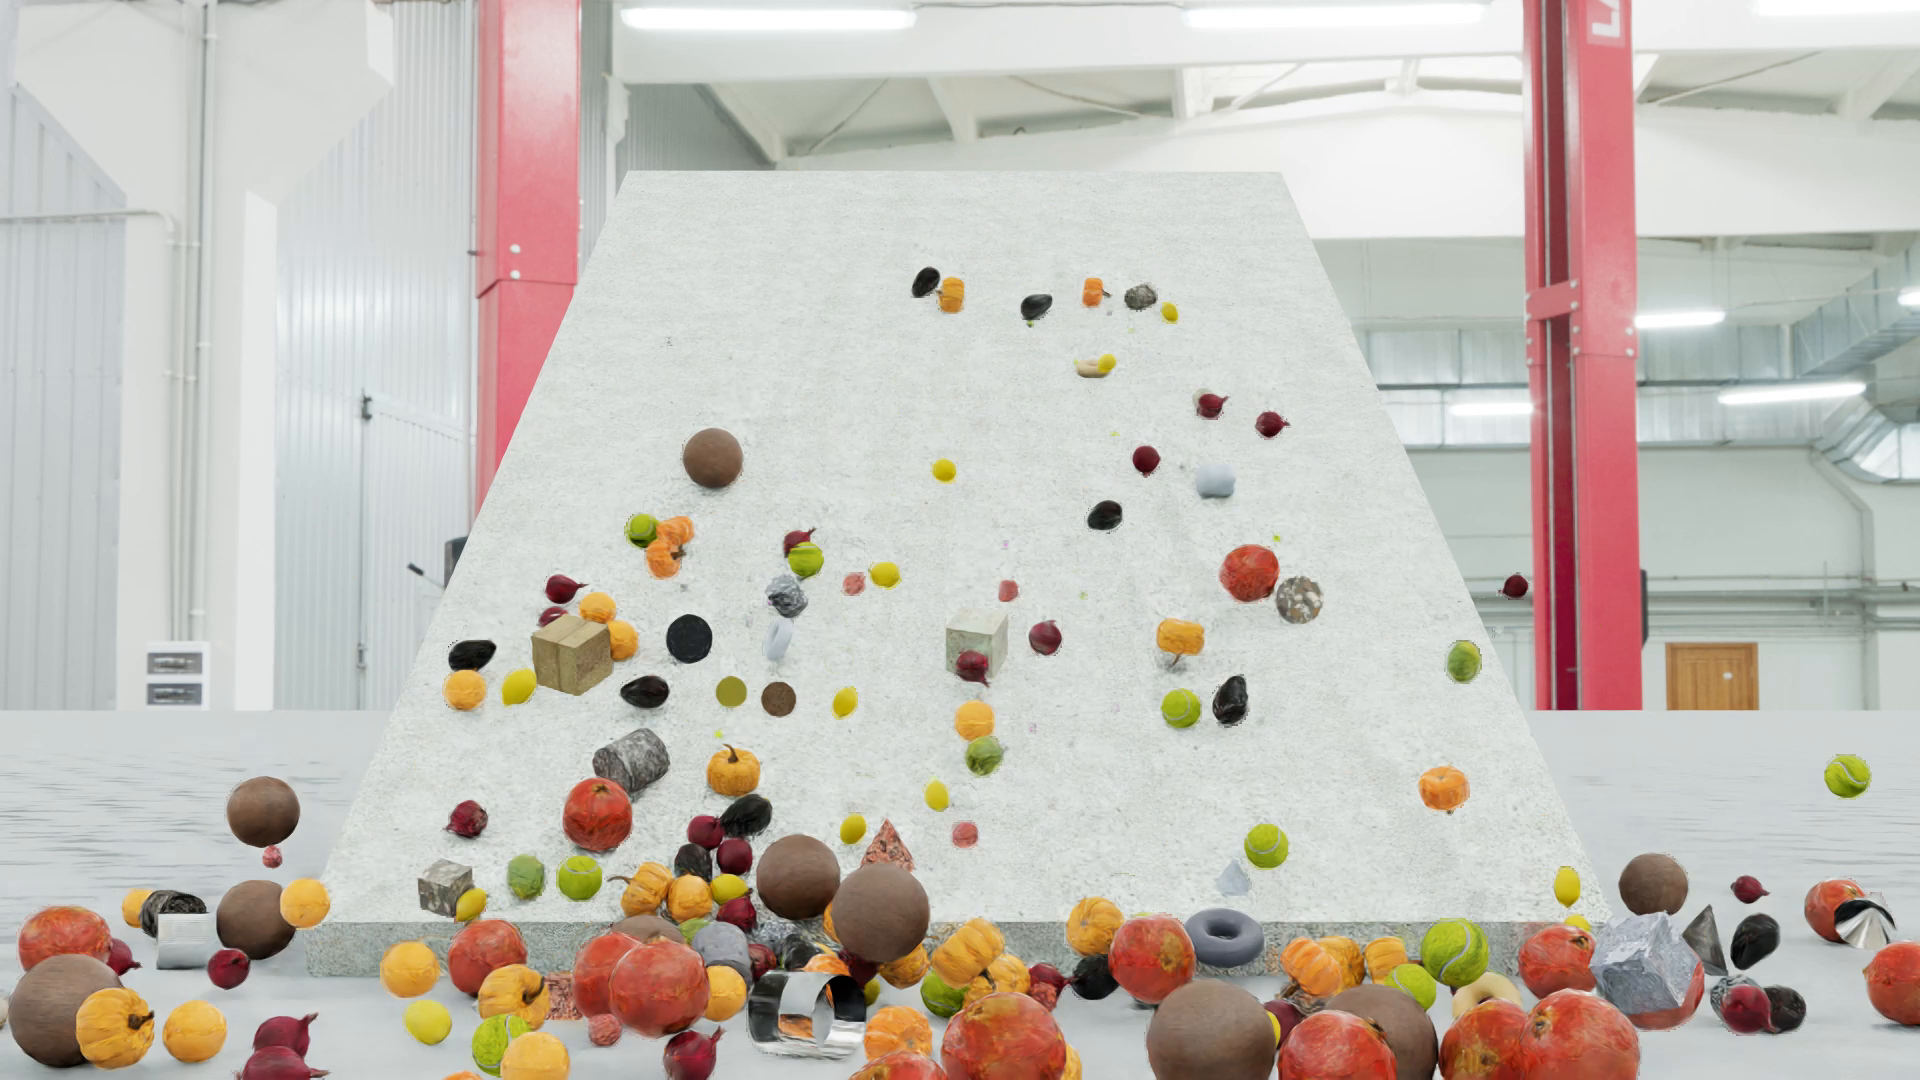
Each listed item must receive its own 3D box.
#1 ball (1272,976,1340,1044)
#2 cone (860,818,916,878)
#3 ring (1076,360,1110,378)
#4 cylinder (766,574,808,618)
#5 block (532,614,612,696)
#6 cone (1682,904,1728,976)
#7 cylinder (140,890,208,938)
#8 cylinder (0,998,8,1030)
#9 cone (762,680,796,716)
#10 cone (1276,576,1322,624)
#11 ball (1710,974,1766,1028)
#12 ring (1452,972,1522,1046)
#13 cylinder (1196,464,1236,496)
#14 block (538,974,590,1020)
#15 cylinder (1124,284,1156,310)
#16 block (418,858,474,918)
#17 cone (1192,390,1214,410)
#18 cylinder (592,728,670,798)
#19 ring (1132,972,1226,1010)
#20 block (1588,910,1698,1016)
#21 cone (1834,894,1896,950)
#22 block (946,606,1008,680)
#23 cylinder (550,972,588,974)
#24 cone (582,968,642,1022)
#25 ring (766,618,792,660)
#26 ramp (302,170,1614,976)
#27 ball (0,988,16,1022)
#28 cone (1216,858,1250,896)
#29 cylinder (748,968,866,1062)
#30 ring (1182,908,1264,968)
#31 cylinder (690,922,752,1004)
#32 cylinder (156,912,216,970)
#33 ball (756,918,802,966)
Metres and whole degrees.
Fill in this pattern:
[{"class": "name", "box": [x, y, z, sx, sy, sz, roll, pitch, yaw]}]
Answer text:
[{"class": "ball", "box": [0.426, 0.580, 2.896, 0.082, 0.082, 0.082, 0, -4, 0]}, {"class": "cone", "box": [-0.114, 0.473, 3.695, 0.087, 0.087, 0.087, 0, 25, 0]}, {"class": "ring", "box": [0.319, -0.412, 5.637, 0.084, 0.028, 0.084, 1, 24, 0]}, {"class": "cylinder", "box": [-0.330, 0.108, 4.470, 0.061, 0.061, 0.061, -26, 28, 15]}, {"class": "block", "box": [-0.701, 0.208, 4.239, 0.099, 0.099, 0.099, 14, 28, 26]}, {"class": "cone", "box": [1.094, 0.580, 3.456, 0.098, 0.098, 0.098, 18, -15, 5]}, {"class": "cylinder", "box": [-1.345, 0.645, 4.012, 0.087, 0.087, 0.087, 3, -3, -39]}, {"class": "cylinder", "box": [-1.156, 0.552, 2.738, 0.060, 0.060, 0.060, -3, -31, 38]}, {"class": "cone", "box": [-0.314, 0.282, 4.167, 0.064, 0.064, 0.064, -1, -4, 11]}, {"class": "cone", "box": [0.661, 0.117, 4.504, 0.092, 0.092, 0.092, -1, -4, 20]}, {"class": "ball", "box": [1.009, 0.598, 3.045, 0.067, 0.067, 0.067, 0, -4, 0]}, {"class": "ring", "box": [0.651, 0.578, 2.894, 0.089, 0.089, 0.030, -2, -21, 32]}, {"class": "cylinder", "box": [0.543, -0.129, 4.985, 0.066, 0.066, 0.066, 0, -4, -14]}, {"class": "block", "box": [-0.528, 0.610, 3.135, 0.054, 0.054, 0.054, -1, -3, 9]}, {"class": "cylinder", "box": [0.466, -0.627, 6.055, 0.059, 0.059, 0.059, -25, 14, -40]}, {"class": "block", "box": [-0.787, 0.534, 3.596, 0.058, 0.058, 0.058, 12, 28, 24]}, {"class": "cone", "box": [0.571, -0.326, 5.462, 0.051, 0.051, 0.051, -1, 5, 18]}, {"class": "cylinder", "box": [-0.547, 0.371, 3.905, 0.089, 0.089, 0.089, -4, 17, 44]}, {"class": "ring", "box": [0.303, 0.625, 3.248, 0.130, 0.043, 0.130, 1, -4, 0]}, {"class": "block", "box": [0.750, 0.465, 2.574, 0.074, 0.074, 0.074, -21, 21, 43]}, {"class": "cone", "box": [1.480, 0.599, 3.809, 0.096, 0.096, 0.096, -3, 22, 37]}, {"class": "block", "box": [0.031, 0.188, 4.295, 0.091, 0.091, 0.091, 8, 26, 16]}, {"class": "cylinder", "box": [-0.533, 0.616, 3.199, 0.053, 0.053, 0.053, 1, -4, -11]}, {"class": "cone", "box": [-0.475, 0.620, 3.118, 0.073, 0.073, 0.073, -32, 16, -34]}, {"class": "ring", "box": [-0.333, 0.182, 4.318, 0.028, 0.084, 0.084, 23, -12, -18]}, {"class": "ramp", "box": [-0.009, -0.229, 5.398, 2.000, 0.100, 4.000, 0, 25, 0]}, {"class": "ball", "box": [-1.255, 0.607, 3.051, 0.050, 0.050, 0.050, 0, -4, 0]}, {"class": "cone", "box": [0.425, 0.515, 3.648, 0.054, 0.054, 0.054, 0, 25, 0]}, {"class": "cylinder", "box": [-0.182, 0.563, 2.785, 0.100, 0.100, 0.100, -3, -5, 36]}, {"class": "ring", "box": [0.392, 0.593, 3.501, 0.124, 0.041, 0.124, 1, 26, -1]}, {"class": "cylinder", "box": [-0.334, 0.592, 3.283, 0.081, 0.081, 0.081, 1, 29, -10]}, {"class": "cylinder", "box": [-1.223, 0.634, 3.708, 0.087, 0.087, 0.087, 1, -4, -20]}, {"class": "ball", "box": [-0.267, 0.594, 3.467, 0.068, 0.068, 0.068, 0, -4, 0]}]
